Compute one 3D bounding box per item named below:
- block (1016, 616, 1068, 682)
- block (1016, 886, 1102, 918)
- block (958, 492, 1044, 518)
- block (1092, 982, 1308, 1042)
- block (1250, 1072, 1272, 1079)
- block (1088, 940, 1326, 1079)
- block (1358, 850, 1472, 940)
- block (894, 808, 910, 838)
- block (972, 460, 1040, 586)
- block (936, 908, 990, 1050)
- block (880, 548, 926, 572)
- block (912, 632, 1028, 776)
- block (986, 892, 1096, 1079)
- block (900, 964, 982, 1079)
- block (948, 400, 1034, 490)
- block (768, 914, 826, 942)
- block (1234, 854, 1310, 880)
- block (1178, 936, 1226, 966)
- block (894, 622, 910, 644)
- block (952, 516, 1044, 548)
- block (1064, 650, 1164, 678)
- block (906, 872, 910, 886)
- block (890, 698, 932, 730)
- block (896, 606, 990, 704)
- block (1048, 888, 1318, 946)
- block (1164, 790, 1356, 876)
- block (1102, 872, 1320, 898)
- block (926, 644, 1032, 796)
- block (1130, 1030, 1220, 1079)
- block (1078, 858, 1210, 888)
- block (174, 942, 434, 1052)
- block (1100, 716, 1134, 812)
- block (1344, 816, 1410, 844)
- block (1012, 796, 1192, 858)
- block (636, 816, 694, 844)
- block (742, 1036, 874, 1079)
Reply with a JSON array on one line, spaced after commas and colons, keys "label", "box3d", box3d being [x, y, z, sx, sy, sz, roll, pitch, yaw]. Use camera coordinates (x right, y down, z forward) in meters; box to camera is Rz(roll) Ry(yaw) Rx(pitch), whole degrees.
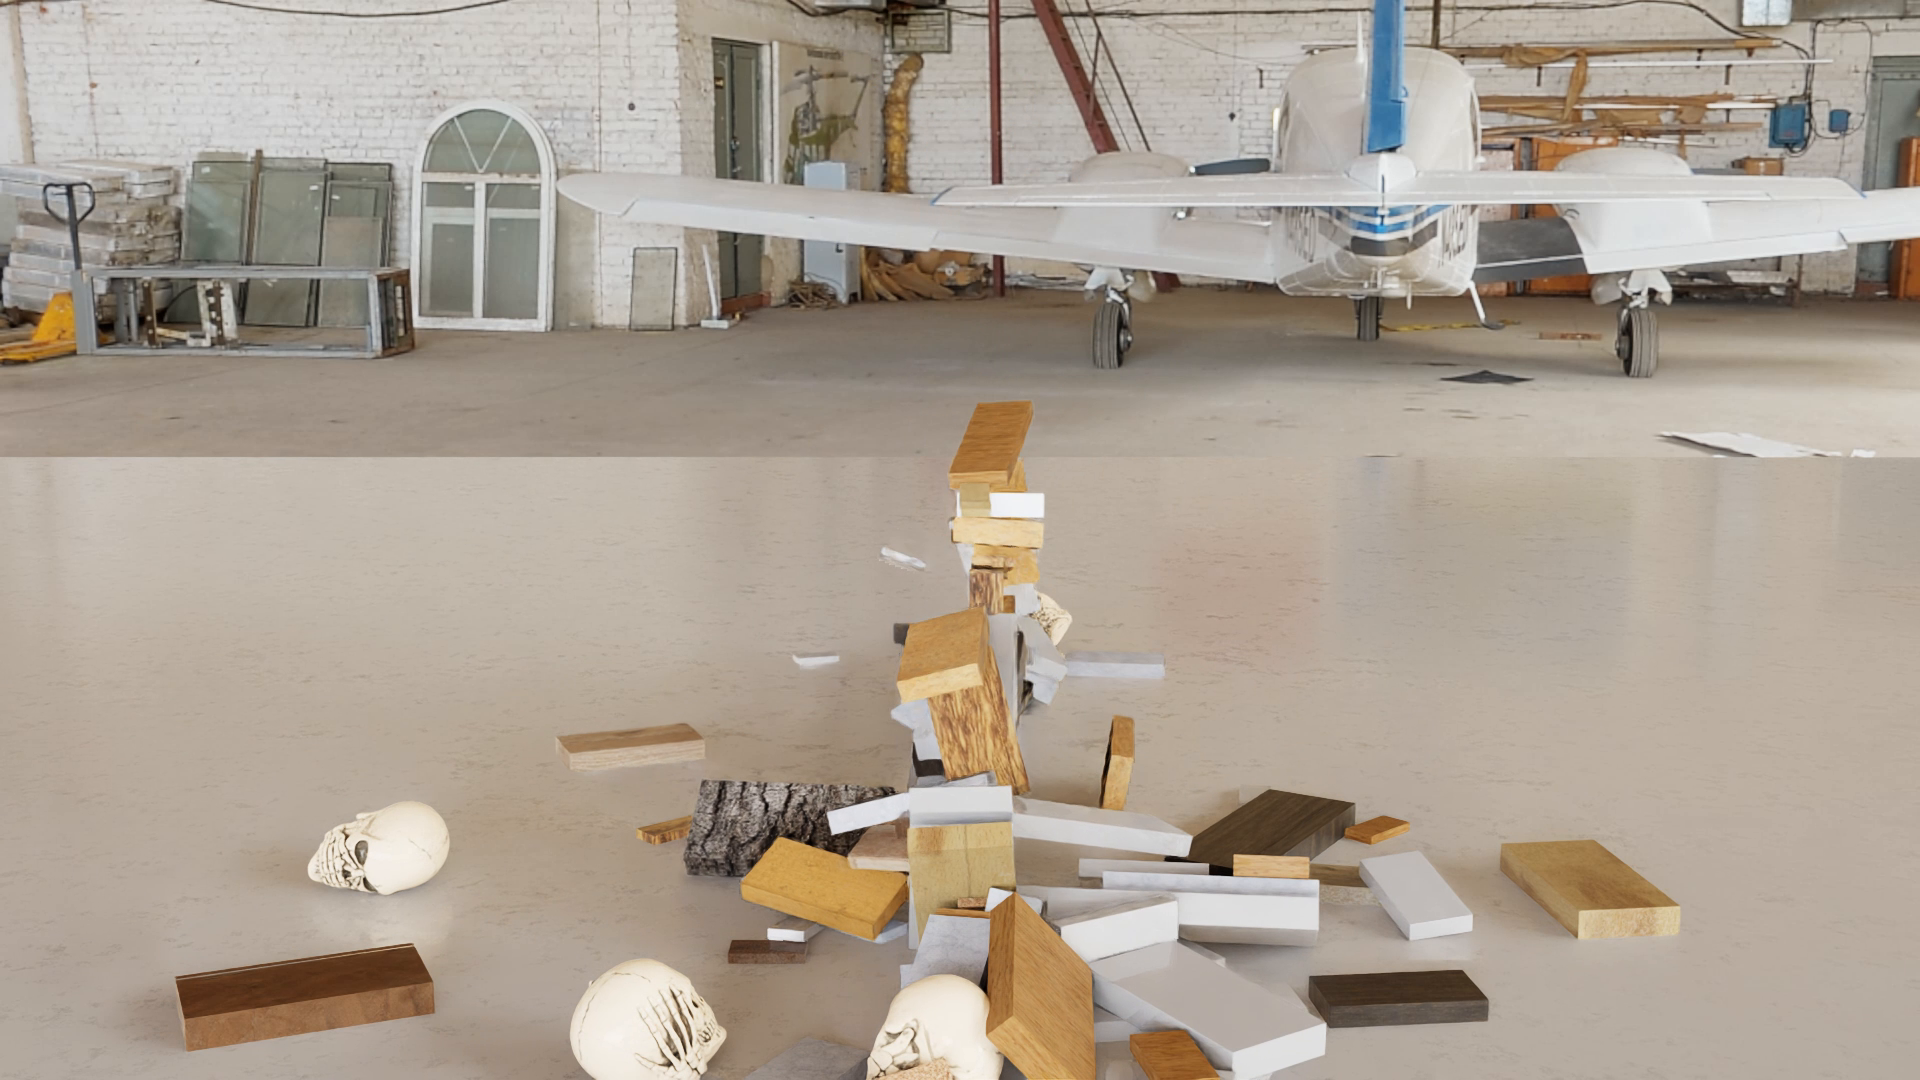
[{"label": "block", "box3d": [0.145, 0.228, 4.957, 0.130, 0.037, 0.281, 22, 13, -19]}, {"label": "block", "box3d": [0.142, 0.580, 3.522, 0.179, 0.025, 0.090, 1, -25, 6]}, {"label": "block", "box3d": [0.083, -0.069, 4.424, 0.168, 0.048, 0.336, 0, 0, 2]}, {"label": "block", "box3d": [0.299, 0.674, 3.135, 0.375, 0.030, 0.104, -2, 11, -8]}, {"label": "block", "box3d": [0.346, 0.706, 2.983, 0.152, 0.022, 0.076, 4, 11, 21]}, {"label": "block", "box3d": [0.335, 0.651, 3.056, 0.164, 0.046, 0.328, -8, 16, -32]}, {"label": "block", "box3d": [0.735, 0.573, 3.555, 0.105, 0.030, 0.211, -7, 22, -10]}, {"label": "block", "box3d": [-0.031, 0.423, 3.399, 0.104, 0.030, 0.209, -10, -13, -15]}, {"label": "block", "box3d": [0.087, -0.032, 4.657, 0.130, 0.259, 0.037, -8, 8, 3]}, {"label": "block", "box3d": [0.003, 0.617, 3.097, 0.099, 0.028, 0.197, 2, 54, 11]}, {"label": "block", "box3d": [-0.126, 0.044, 4.832, 0.100, 0.014, 0.050, 19, -13, -4]}, {"label": "block", "box3d": [0.021, 0.291, 3.942, 0.169, 0.048, 0.338, -4, 34, 10]}, {"label": "block", "box3d": [0.109, 0.620, 2.958, 0.046, 0.164, 0.328, -40, 13, 14]}, {"label": "block", "box3d": [-0.027, 0.658, 2.993, 0.099, 0.028, 0.197, -3, 36, -3]}, {"label": "block", "box3d": [0.066, -0.197, 4.479, 0.116, 0.033, 0.397, -3, 23, 11]}, {"label": "block", "box3d": [-0.257, 0.611, 3.459, 0.058, 0.017, 0.117, 2, 1, 13]}, {"label": "block", "box3d": [0.499, 0.533, 3.509, 0.116, 0.033, 0.231, 1, -14, 9]}, {"label": "block", "box3d": [0.269, 0.645, 3.284, 0.231, 0.033, 0.116, -7, 13, -33]}, {"label": "block", "box3d": [-0.118, 0.235, 5.442, 0.100, 0.050, 0.014, 5, 12, 27]}, {"label": "block", "box3d": [0.070, -0.014, 4.335, 0.169, 0.048, 0.355, 4, 0, -1]}, {"label": "block", "box3d": [0.364, 0.293, 5.181, 0.231, 0.033, 0.116, 1, 11, 7]}, {"label": "block", "box3d": [-0.017, 0.505, 3.536, 0.090, 0.025, 0.179, 13, 30, 9]}, {"label": "block", "box3d": [-0.059, 0.286, 3.827, 0.114, 0.016, 0.057, -34, 40, -30]}, {"label": "block", "box3d": [-0.026, 0.193, 3.748, 0.137, 0.039, 0.275, -14, 17, 8]}, {"label": "block", "box3d": [0.344, 0.580, 3.378, 0.405, 0.047, 0.167, 1, -19, 8]}, {"label": "block", "box3d": [0.533, 0.530, 3.862, 0.170, 0.048, 0.447, 6, 12, 30]}, {"label": "block", "box3d": [0.398, 0.565, 3.495, 0.334, 0.047, 0.167, 1, -14, 7]}, {"label": "block", "box3d": [0.024, 0.319, 3.737, 0.131, 0.263, 0.037, -16, -28, 2]}, {"label": "block", "box3d": [0.278, 0.681, 2.864, 0.076, 0.022, 0.152, -2, 11, -11]}, {"label": "block", "box3d": [0.304, 0.557, 3.626, 0.211, 0.030, 0.105, 1, -22, 7]}, {"label": "block", "box3d": [-0.947, 0.657, 3.176, 0.339, 0.048, 0.170, -5, 11, -23]}, {"label": "block", "box3d": [0.294, 0.433, 4.127, 0.039, 0.137, 0.275, 10, 11, 3]}, {"label": "block", "box3d": [0.755, 0.524, 3.977, 0.116, 0.016, 0.058, -10, 14, -43]}, {"label": "block", "box3d": [0.198, 0.475, 3.670, 0.372, 0.037, 0.131, 11, 4, -29]}, {"label": "block", "box3d": [-0.520, 0.525, 3.976, 0.116, 0.016, 0.058, -9, 14, -39]}, {"label": "block", "box3d": [-0.450, 0.797, 2.470, 0.107, 0.030, 1.207, 6, 12, 28]}]
